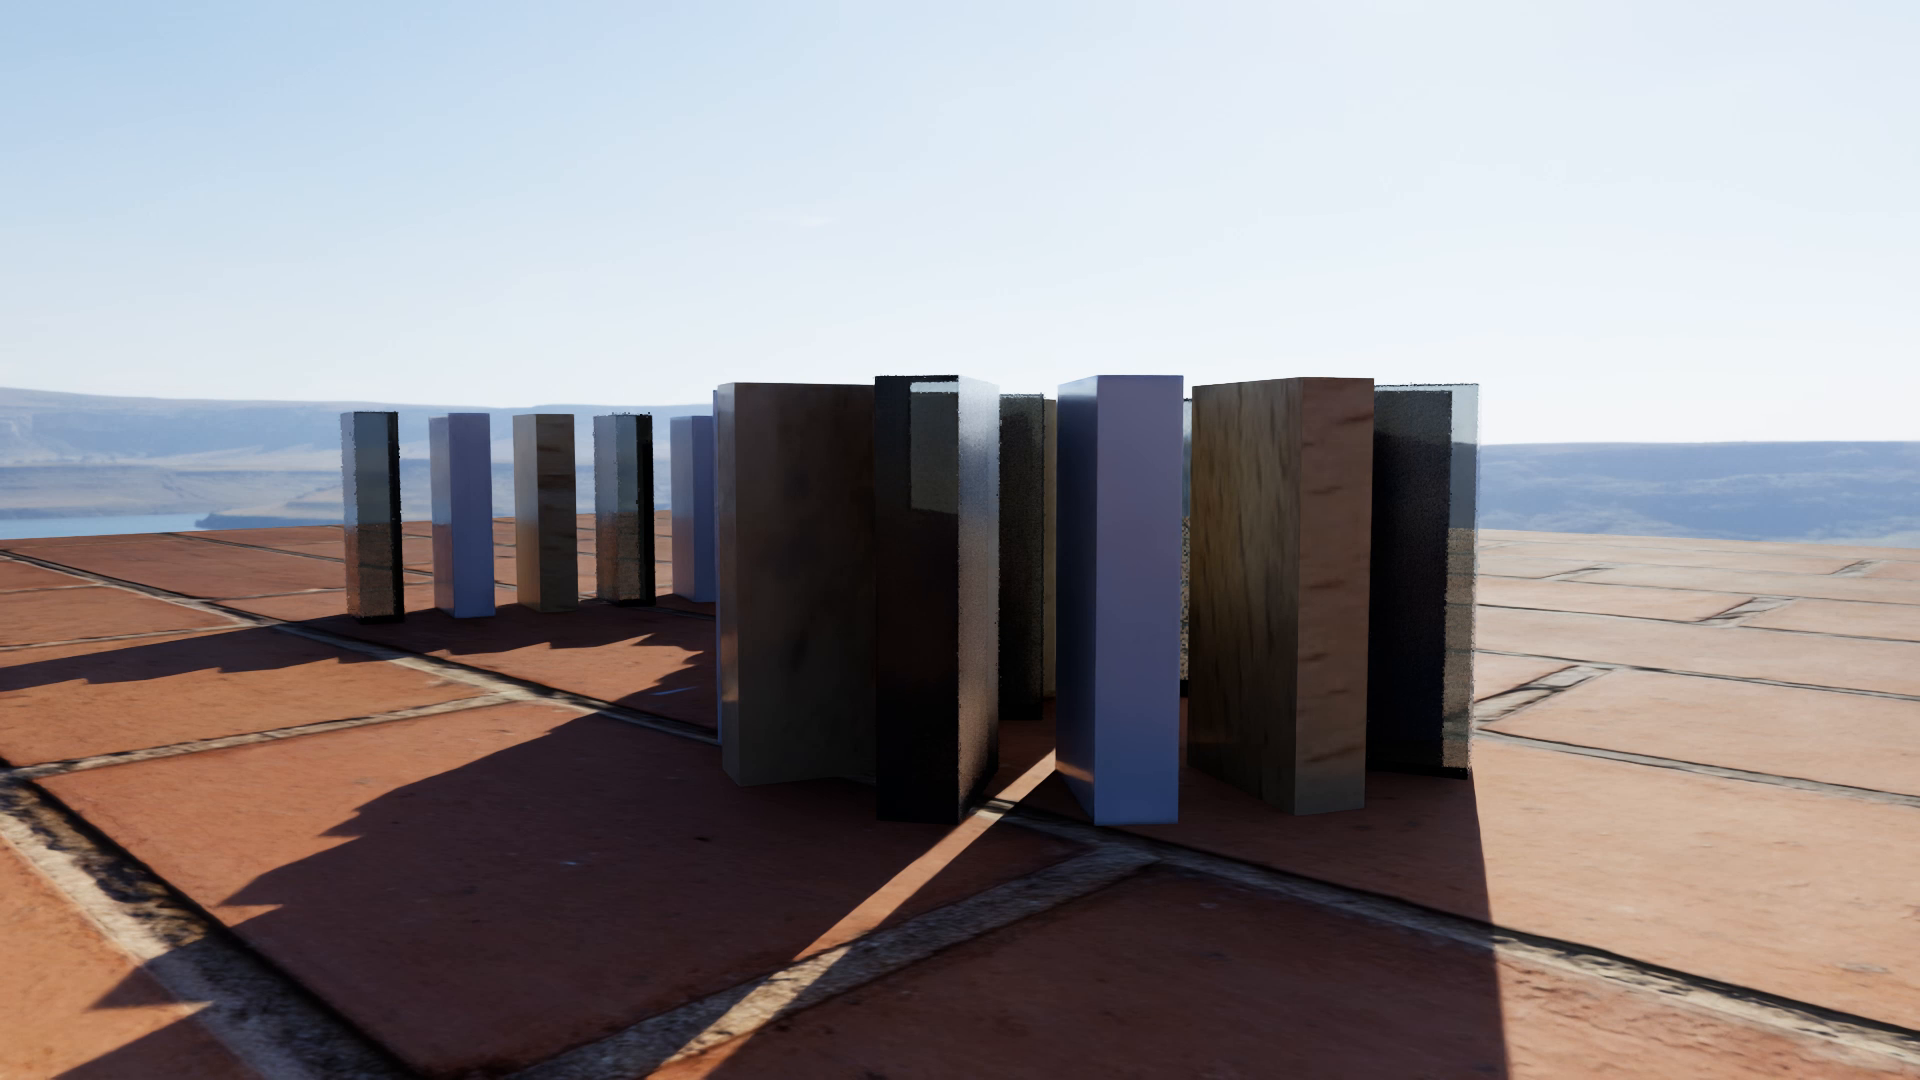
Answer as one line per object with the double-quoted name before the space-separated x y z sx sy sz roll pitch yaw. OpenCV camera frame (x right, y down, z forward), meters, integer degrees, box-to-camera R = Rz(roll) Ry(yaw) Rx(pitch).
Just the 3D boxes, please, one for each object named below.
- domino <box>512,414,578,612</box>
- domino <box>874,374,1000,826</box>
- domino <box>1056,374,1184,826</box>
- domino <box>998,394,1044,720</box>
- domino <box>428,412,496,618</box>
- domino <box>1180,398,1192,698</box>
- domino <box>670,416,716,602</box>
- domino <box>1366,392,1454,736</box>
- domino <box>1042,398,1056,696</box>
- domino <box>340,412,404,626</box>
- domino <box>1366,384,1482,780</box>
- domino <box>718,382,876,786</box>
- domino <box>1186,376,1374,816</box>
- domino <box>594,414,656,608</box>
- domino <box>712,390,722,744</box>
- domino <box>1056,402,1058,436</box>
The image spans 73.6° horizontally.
"domino" -0.108 -0.008 0.335 0.009 0.050 0.025 -3 5 -32
"domino" -0.002 0.006 0.155 0.010 0.050 0.025 1 4 12
"domino" 0.018 0.006 0.154 0.010 0.050 0.025 0 4 -6
"domino" 0.000 0.002 0.201 0.025 0.050 0.009 0 4 0
"domino" -0.126 -0.007 0.324 0.010 0.050 0.025 -3 5 -33
"domino" 0.042 0.001 0.226 0.010 0.050 0.025 1 5 18
"domino" -0.072 -0.009 0.355 0.010 0.050 0.025 -2 5 -26
"domino" 0.058 0.003 0.191 0.025 0.050 0.010 0 4 0
"domino" 0.003 0.001 0.221 0.025 0.050 0.009 2 5 30
"domino" -0.143 -0.006 0.313 0.010 0.050 0.025 -3 5 -32
"domino" 0.055 0.005 0.170 0.025 0.050 0.009 2 5 25
"domino" -0.018 0.005 0.167 0.025 0.050 0.009 -2 5 -23
"domino" 0.039 0.006 0.158 0.010 0.050 0.025 -1 5 -19
"domino" -0.090 -0.008 0.345 0.010 0.050 0.025 -2 5 -29
"domino" -0.023 0.004 0.187 0.025 0.050 0.010 -1 4 -8
"domino" 0.022 0.000 0.228 0.009 0.050 0.025 0 4 -3
